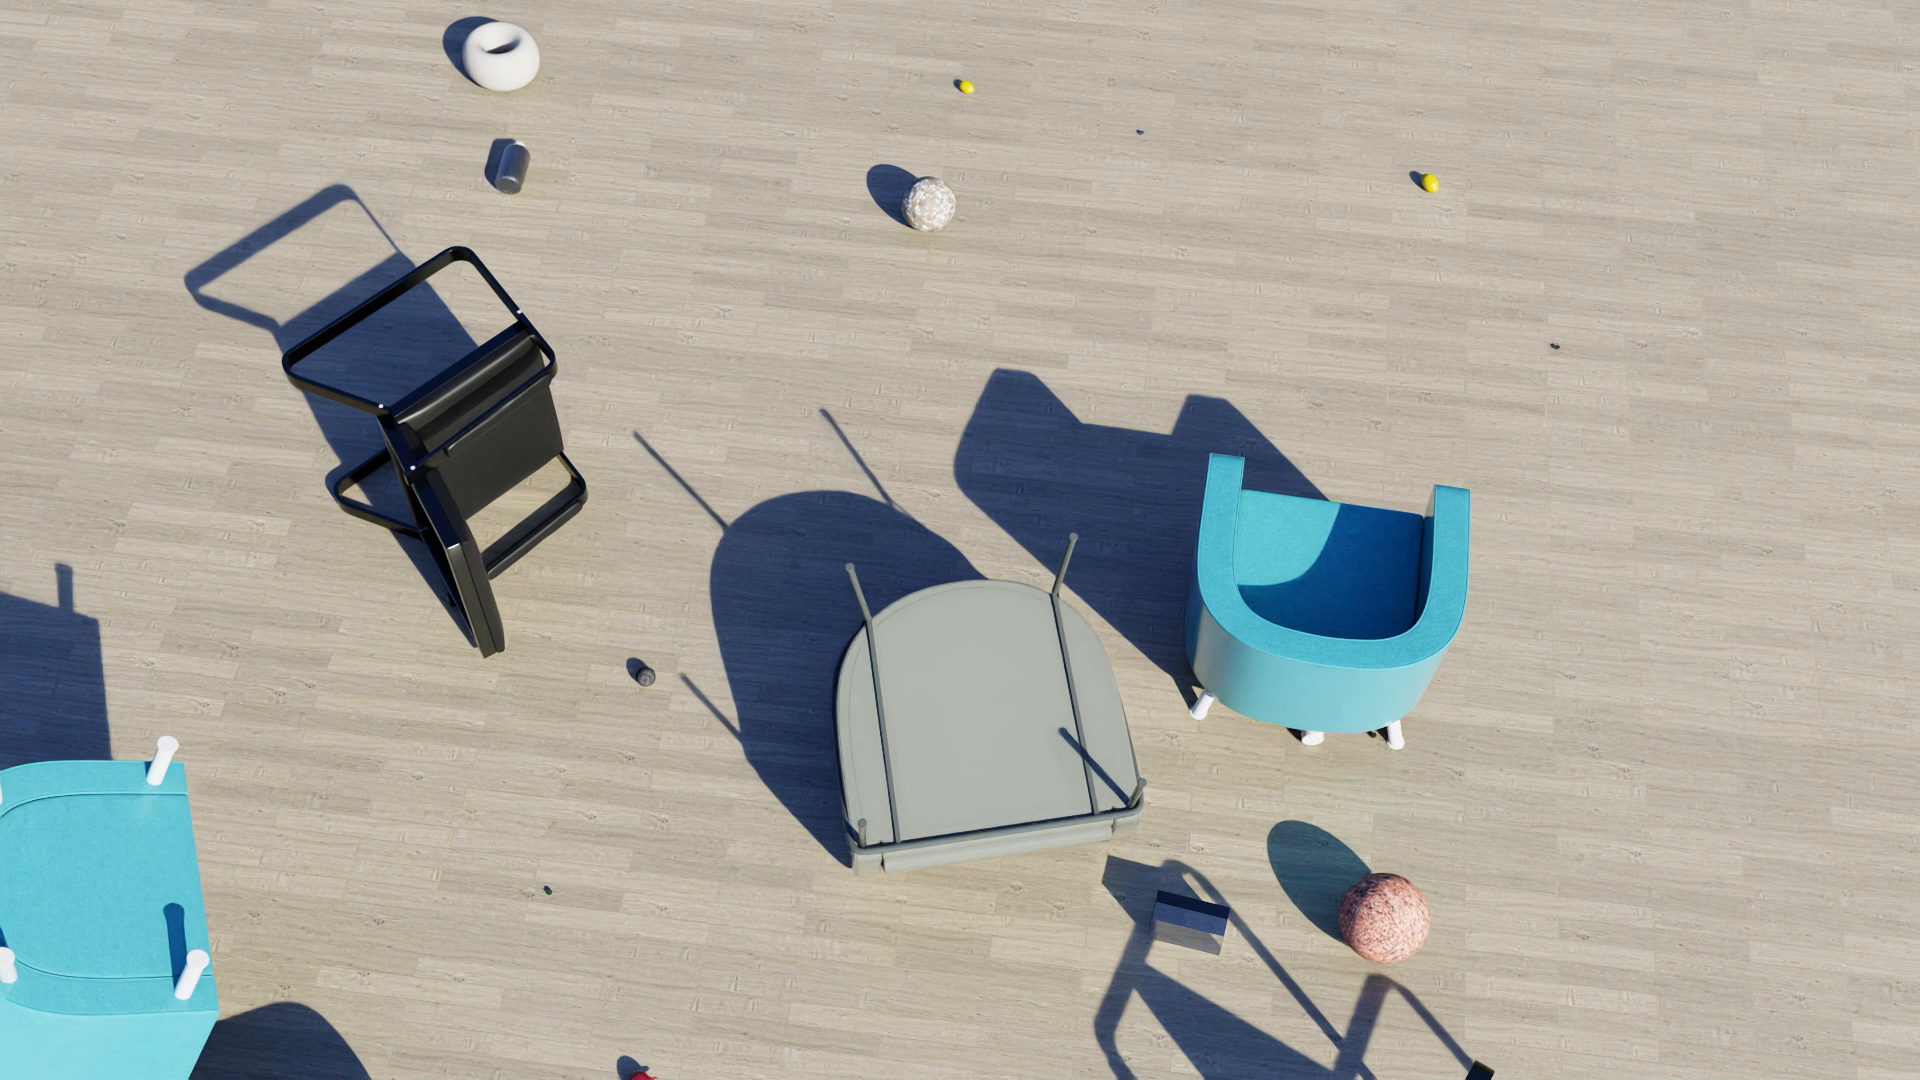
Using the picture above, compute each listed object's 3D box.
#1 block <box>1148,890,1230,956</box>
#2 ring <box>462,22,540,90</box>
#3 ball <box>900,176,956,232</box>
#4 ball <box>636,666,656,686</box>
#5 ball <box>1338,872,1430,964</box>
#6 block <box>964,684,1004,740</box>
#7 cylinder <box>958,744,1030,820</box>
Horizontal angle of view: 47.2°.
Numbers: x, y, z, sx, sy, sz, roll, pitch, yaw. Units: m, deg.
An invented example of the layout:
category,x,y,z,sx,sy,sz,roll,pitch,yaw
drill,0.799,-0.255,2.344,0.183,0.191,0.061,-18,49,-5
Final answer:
category,x,y,z,sx,sy,sz,roll,pitch,yaw
block,0.605,1.013,5.819,0.194,0.125,0.085,13,57,8
ring,-1.588,-1.674,7.610,0.284,0.144,0.259,37,60,27
ball,-0.104,-1.100,7.203,0.182,0.182,0.182,0,56,0
ball,-0.897,0.390,6.278,0.057,0.057,0.057,0,56,0
ball,1.113,0.991,5.766,0.237,0.237,0.237,0,56,0
block,0.067,0.483,6.183,0.069,0.111,0.094,39,64,23
cylinder,0.092,0.667,6.053,0.131,0.120,0.164,-33,61,-6
